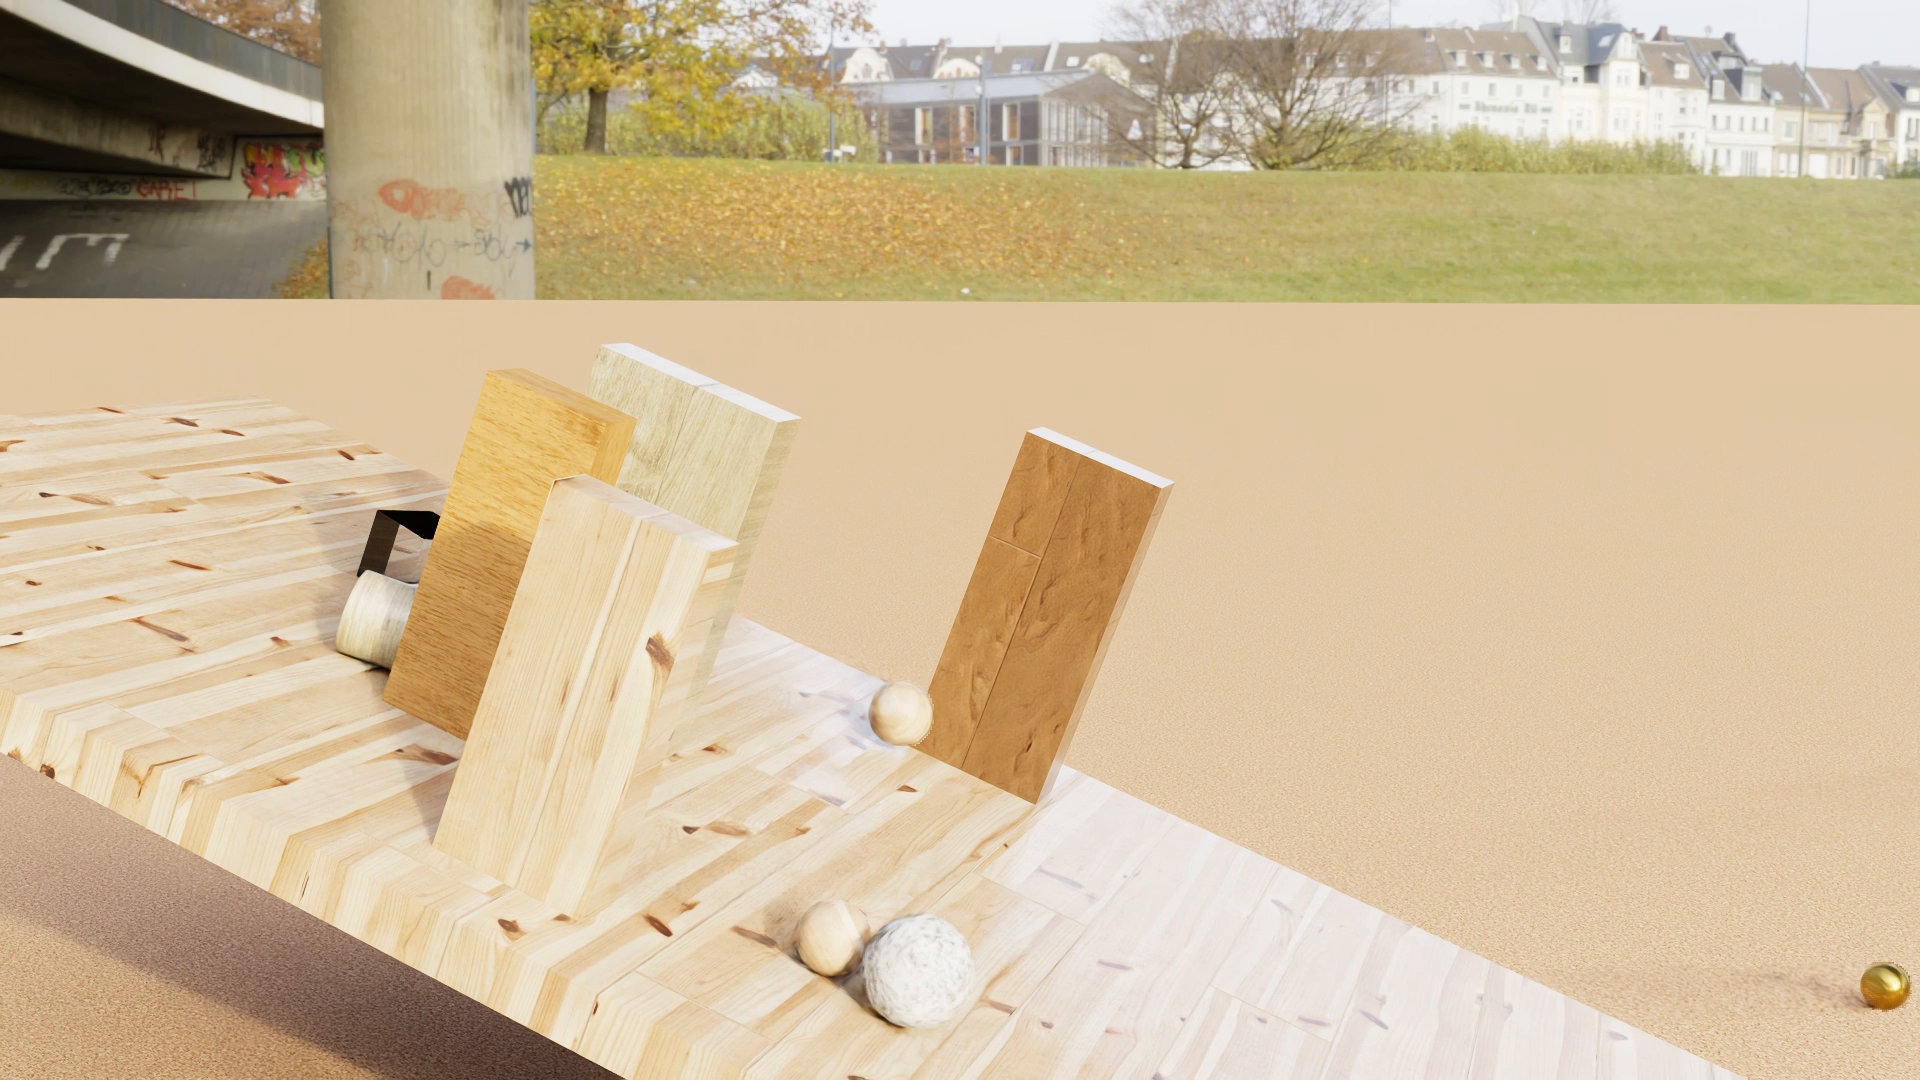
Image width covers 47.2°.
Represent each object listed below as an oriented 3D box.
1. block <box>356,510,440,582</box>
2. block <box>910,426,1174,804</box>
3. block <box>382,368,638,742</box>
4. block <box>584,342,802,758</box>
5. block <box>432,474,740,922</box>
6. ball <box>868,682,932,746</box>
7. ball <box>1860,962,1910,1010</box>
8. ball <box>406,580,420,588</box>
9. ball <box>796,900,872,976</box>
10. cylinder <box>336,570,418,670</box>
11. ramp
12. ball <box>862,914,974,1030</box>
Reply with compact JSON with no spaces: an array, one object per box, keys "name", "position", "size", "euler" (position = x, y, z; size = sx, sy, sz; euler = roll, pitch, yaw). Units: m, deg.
[{"name":"block","position":[-1.129,0.038,4.574],"size":[0.151,0.151,0.151],"euler":[28,14,30]},{"name":"block","position":[0.172,0.163,4.753],"size":[0.312,0.743,0.135],"euler":[24,13,13]},{"name":"block","position":[-0.810,0.038,3.946],"size":[0.243,0.642,0.126],"euler":[24,13,13]},{"name":"block","position":[-0.607,0.022,4.204],"size":[0.381,0.700,0.121],"euler":[24,13,13]},{"name":"block","position":[-0.588,0.246,3.441],"size":[0.281,0.634,0.107],"euler":[24,13,13]},{"name":"ball","position":[-0.128,0.374,4.725],"size":[0.138,0.138,0.138],"euler":[0,7,0]},{"name":"ball","position":[2.332,1.126,5.545],"size":[0.116,0.116,0.116],"euler":[0,7,0]},{"name":"ball","position":[-1.051,0.145,4.283],"size":[0.134,0.134,0.134],"euler":[0,7,0]},{"name":"ball","position":[-0.204,0.643,3.558],"size":[0.123,0.123,0.123],"euler":[0,7,0]},{"name":"cylinder","position":[-1.065,0.160,4.136],"size":[0.162,0.162,0.162],"euler":[20,6,-3]},{"name":"ramp","position":[-0.318,0.570,4.201],"size":[4.000,0.100,2.000],"euler":[24,13,13]},{"name":"ball","position":[-0.067,0.683,3.483],"size":[0.180,0.180,0.180],"euler":[0,7,0]}]
